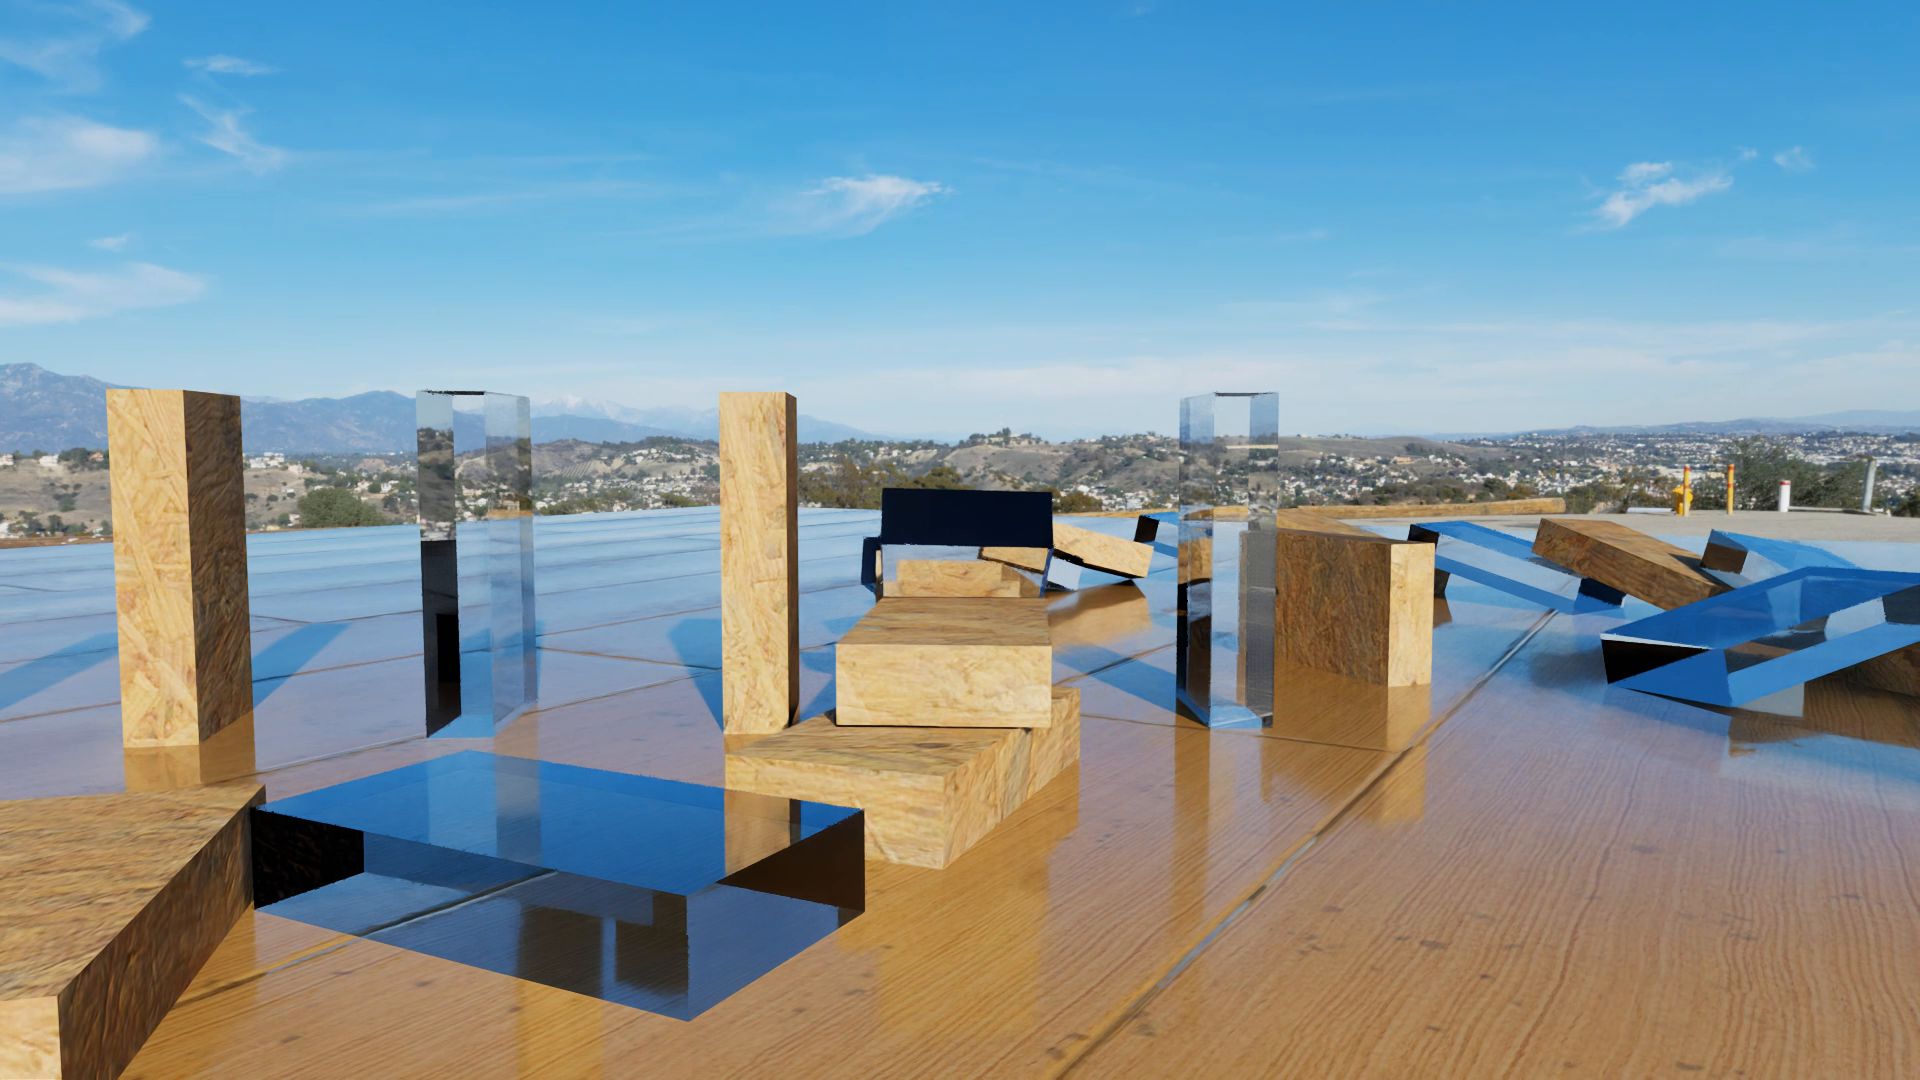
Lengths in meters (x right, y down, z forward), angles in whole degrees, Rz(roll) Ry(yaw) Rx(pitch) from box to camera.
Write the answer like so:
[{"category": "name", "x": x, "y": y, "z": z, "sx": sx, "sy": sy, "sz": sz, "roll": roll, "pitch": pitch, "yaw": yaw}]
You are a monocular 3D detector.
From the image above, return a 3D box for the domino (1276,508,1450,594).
[{"category": "domino", "x": 0.114, "y": 0.003, "z": 0.374, "sx": 0.050, "sy": 0.010, "sz": 0.025, "roll": 24, "pitch": 19, "yaw": 39}]

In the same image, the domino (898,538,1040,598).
[{"category": "domino", "x": 0.003, "y": 0.008, "z": 0.328, "sx": 0.025, "sy": 0.009, "sz": 0.050, "roll": 1, "pitch": -8, "yaw": 14}]

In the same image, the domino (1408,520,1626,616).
[{"category": "domino", "x": 0.149, "y": 0.007, "z": 0.344, "sx": 0.025, "sy": 0.010, "sz": 0.050, "roll": -3, "pitch": 18, "yaw": -36}]

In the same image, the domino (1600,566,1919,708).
[{"category": "domino", "x": 0.141, "y": 0.016, "z": 0.222, "sx": 0.050, "sy": 0.009, "sz": 0.025, "roll": -14, "pitch": 6, "yaw": -17}]

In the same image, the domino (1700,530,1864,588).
[{"category": "domino", "x": 0.187, "y": 0.010, "z": 0.280, "sx": 0.025, "sy": 0.010, "sz": 0.050, "roll": 10, "pitch": 15, "yaw": 3}]

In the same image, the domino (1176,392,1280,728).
[{"category": "domino", "x": 0.042, "y": 0.002, "z": 0.203, "sx": 0.009, "sy": 0.050, "sz": 0.025, "roll": 0, "pitch": 4, "yaw": -2}]

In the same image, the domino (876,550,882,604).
[{"category": "domino", "x": -0.002, "y": 0.012, "z": 0.248, "sx": 0.025, "sy": 0.009, "sz": 0.050, "roll": 0, "pitch": -13, "yaw": 1}]

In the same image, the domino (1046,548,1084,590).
[{"category": "domino", "x": 0.009, "y": 0.003, "z": 0.365, "sx": 0.050, "sy": 0.010, "sz": 0.025, "roll": 20, "pitch": -10, "yaw": -40}]

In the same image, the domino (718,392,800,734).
[{"category": "domino", "x": -0.031, "y": 0.003, "z": 0.199, "sx": 0.009, "sy": 0.050, "sz": 0.025, "roll": 0, "pitch": 4, "yaw": -3}]

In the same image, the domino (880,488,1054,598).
[{"category": "domino", "x": 0.000, "y": 0.009, "z": 0.209, "sx": 0.025, "sy": 0.010, "sz": 0.050, "roll": 1, "pitch": -29, "yaw": -2}]

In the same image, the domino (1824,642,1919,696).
[{"category": "domino", "x": 0.184, "y": 0.021, "z": 0.231, "sx": 0.050, "sy": 0.010, "sz": 0.025, "roll": -1, "pitch": 4, "yaw": -9}]

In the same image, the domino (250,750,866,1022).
[{"category": "domino", "x": -0.037, "y": 0.029, "z": 0.117, "sx": 0.050, "sy": 0.010, "sz": 0.025, "roll": 2, "pitch": 5, "yaw": 27}]

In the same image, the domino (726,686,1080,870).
[{"category": "domino", "x": -0.004, "y": 0.026, "z": 0.156, "sx": 0.025, "sy": 0.009, "sz": 0.050, "roll": 2, "pitch": 5, "yaw": 21}]

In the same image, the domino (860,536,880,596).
[{"category": "domino", "x": -0.004, "y": 0.010, "z": 0.283, "sx": 0.025, "sy": 0.009, "sz": 0.050, "roll": 1, "pitch": -13, "yaw": 8}]

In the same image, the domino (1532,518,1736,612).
[{"category": "domino", "x": 0.171, "y": 0.007, "z": 0.318, "sx": 0.025, "sy": 0.010, "sz": 0.050, "roll": 2, "pitch": 18, "yaw": -24}]

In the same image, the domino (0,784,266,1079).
[{"category": "domino", "x": -0.073, "y": 0.031, "z": 0.098, "sx": 0.025, "sy": 0.010, "sz": 0.050, "roll": -1, "pitch": 4, "yaw": -16}]

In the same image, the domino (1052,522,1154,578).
[{"category": "domino", "x": 0.031, "y": 0.001, "z": 0.391, "sx": 0.050, "sy": 0.009, "sz": 0.025, "roll": 14, "pitch": -3, "yaw": -2}]

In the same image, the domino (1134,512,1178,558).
[{"category": "domino", "x": 0.081, "y": 0.003, "z": 0.392, "sx": 0.050, "sy": 0.010, "sz": 0.025, "roll": 19, "pitch": 14, "yaw": 31}]

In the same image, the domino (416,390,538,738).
[{"category": "domino", "x": -0.073, "y": 0.003, "z": 0.197, "sx": 0.010, "sy": 0.050, "sz": 0.025, "roll": 0, "pitch": 4, "yaw": -4}]

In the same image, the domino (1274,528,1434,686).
[{"category": "domino", "x": 0.070, "y": 0.011, "z": 0.249, "sx": 0.010, "sy": 0.025, "sz": 0.050, "roll": -2, "pitch": 5, "yaw": -22}]

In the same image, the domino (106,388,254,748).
[{"category": "domino", "x": -0.115, "y": 0.003, "z": 0.191, "sx": 0.009, "sy": 0.050, "sz": 0.025, "roll": -1, "pitch": 4, "yaw": -13}]

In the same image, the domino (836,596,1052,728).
[{"category": "domino", "x": -0.001, "y": 0.015, "z": 0.174, "sx": 0.025, "sy": 0.010, "sz": 0.050, "roll": 0, "pitch": 4, "yaw": 3}]
